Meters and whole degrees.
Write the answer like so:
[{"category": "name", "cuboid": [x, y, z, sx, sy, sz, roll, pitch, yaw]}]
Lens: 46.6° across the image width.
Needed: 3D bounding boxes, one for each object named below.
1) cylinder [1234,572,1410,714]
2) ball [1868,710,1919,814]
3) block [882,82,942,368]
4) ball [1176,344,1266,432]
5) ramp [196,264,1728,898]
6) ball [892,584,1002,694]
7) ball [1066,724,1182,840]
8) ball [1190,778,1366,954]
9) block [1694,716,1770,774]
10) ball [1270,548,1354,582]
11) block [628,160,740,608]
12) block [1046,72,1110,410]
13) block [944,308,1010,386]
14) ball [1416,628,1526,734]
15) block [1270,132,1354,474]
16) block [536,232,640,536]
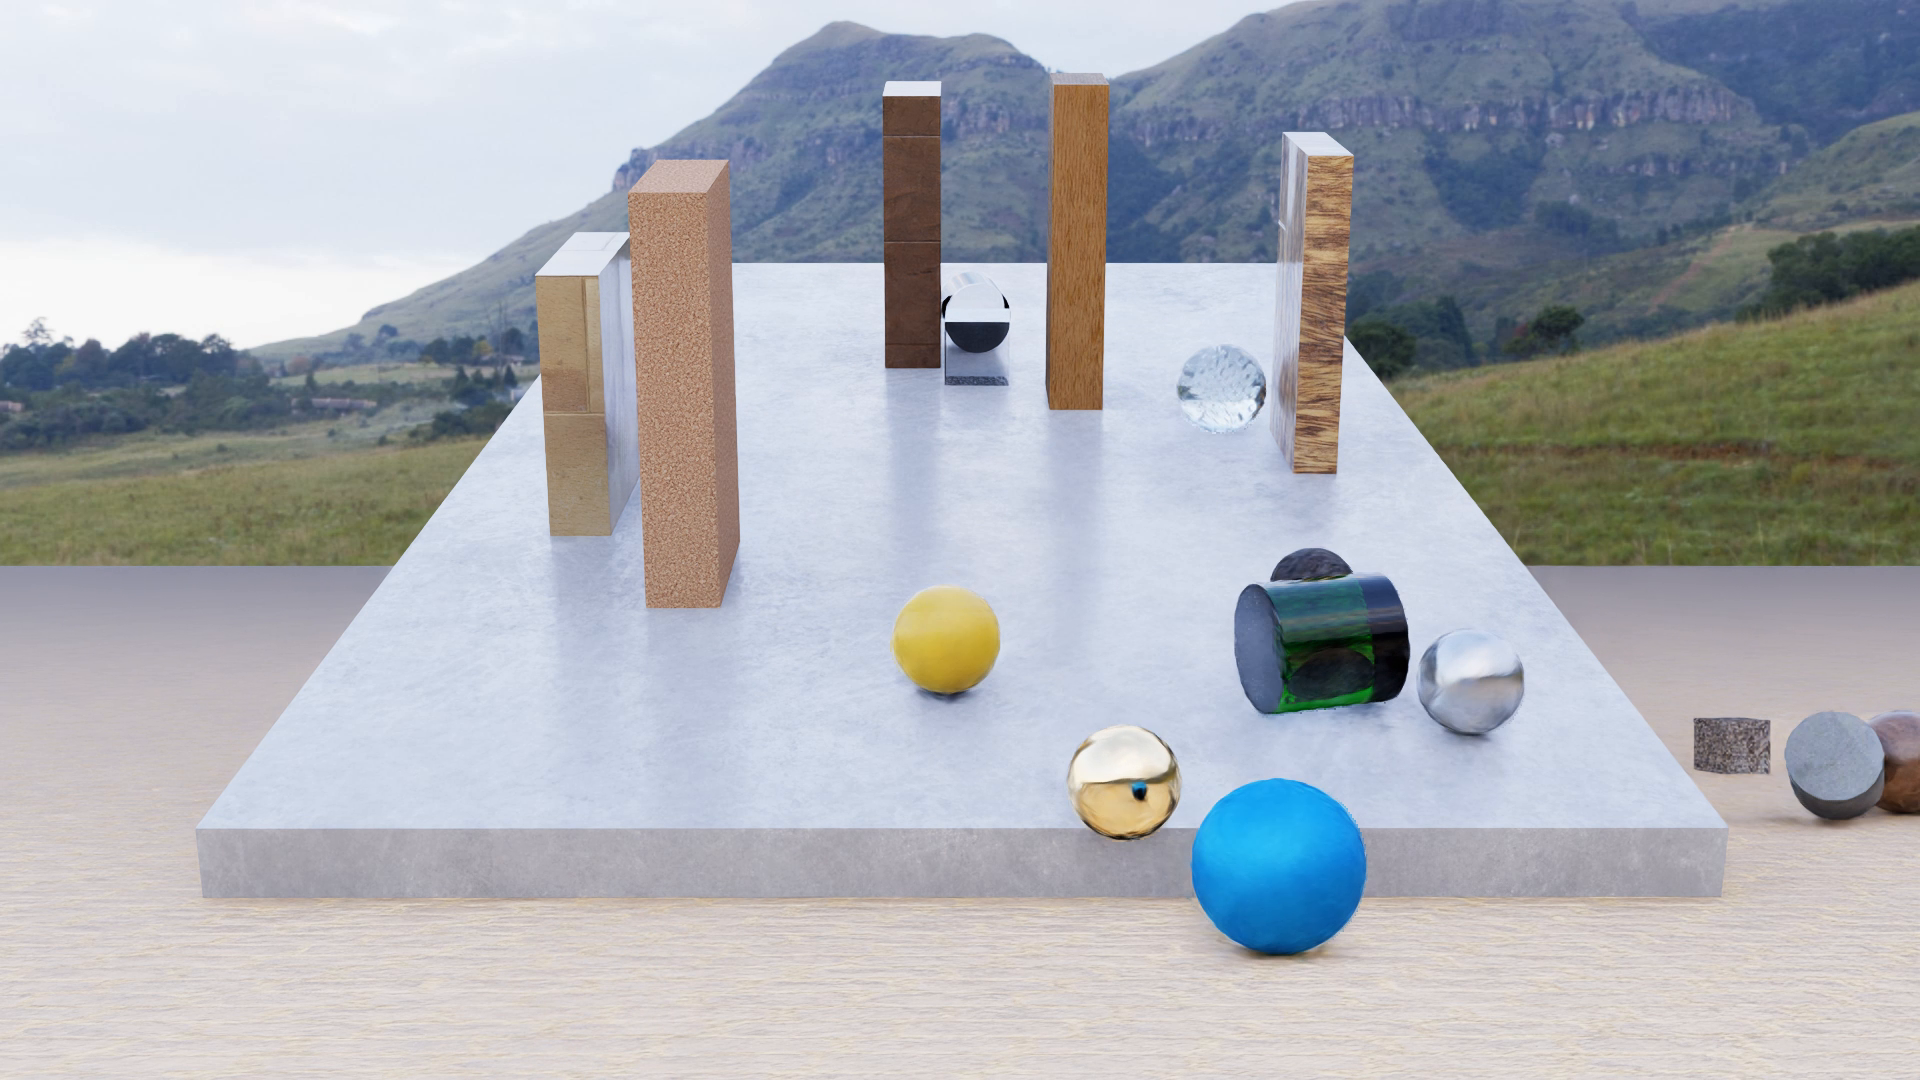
[{"category": "cylinder", "cuboid": [0.530, 0.151, 3.285, 0.193, 0.193, 0.193, -5, 1, -15]}, {"category": "ball", "cuboid": [1.653, 0.389, 3.911, 0.181, 0.181, 0.181, 0, 0, 0]}, {"category": "block", "cuboid": [-0.114, -0.774, 5.454, 0.135, 0.651, 0.315, 0, 18, 0]}, {"category": "ball", "cuboid": [0.564, -0.328, 4.808, 0.193, 0.193, 0.193, 0, 0, 0]}, {"category": "ramp", "cuboid": [-0.003, -0.181, 4.830, 2.000, 0.100, 4.000, 0, 18, 0]}, {"category": "ball", "cuboid": [-0.020, 0.149, 3.352, 0.164, 0.164, 0.164, 0, 0, 0]}, {"category": "ball", "cuboid": [0.211, 0.311, 2.869, 0.148, 0.148, 0.148, 0, 0, 0]}, {"category": "ball", "cuboid": [0.360, 0.369, 2.526, 0.197, 0.197, 0.197, 0, 0, 0]}, {"category": "block", "cuboid": [1.622, 0.432, 4.689, 0.109, 0.109, 0.109, 0, -1, -17]}, {"category": "ball", "cuboid": [0.568, 0.083, 3.596, 0.143, 0.143, 0.143, 0, 0, 0]}, {"category": "block", "cuboid": [-0.463, -0.273, 3.803, 0.124, 0.695, 0.372, 0, 18, 0]}, {"category": "block", "cuboid": [0.261, -0.673, 5.025, 0.119, 0.720, 0.246, 0, 18, 0]}, {"category": "block", "cuboid": [0.042, -0.458, 5.285, 0.152, 0.152, 0.152, 0, 18, 1]}, {"category": "ball", "cuboid": [0.733, 0.202, 3.204, 0.153, 0.153, 0.153, 0, 0, 0]}, {"category": "block", "cuboid": [0.718, -0.493, 4.588, 0.088, 0.641, 0.353, 0, 18, 0]}, {"category": "block", "cuboid": [-0.700, -0.306, 4.252, 0.112, 0.486, 0.445, 0, 18, 0]}]
